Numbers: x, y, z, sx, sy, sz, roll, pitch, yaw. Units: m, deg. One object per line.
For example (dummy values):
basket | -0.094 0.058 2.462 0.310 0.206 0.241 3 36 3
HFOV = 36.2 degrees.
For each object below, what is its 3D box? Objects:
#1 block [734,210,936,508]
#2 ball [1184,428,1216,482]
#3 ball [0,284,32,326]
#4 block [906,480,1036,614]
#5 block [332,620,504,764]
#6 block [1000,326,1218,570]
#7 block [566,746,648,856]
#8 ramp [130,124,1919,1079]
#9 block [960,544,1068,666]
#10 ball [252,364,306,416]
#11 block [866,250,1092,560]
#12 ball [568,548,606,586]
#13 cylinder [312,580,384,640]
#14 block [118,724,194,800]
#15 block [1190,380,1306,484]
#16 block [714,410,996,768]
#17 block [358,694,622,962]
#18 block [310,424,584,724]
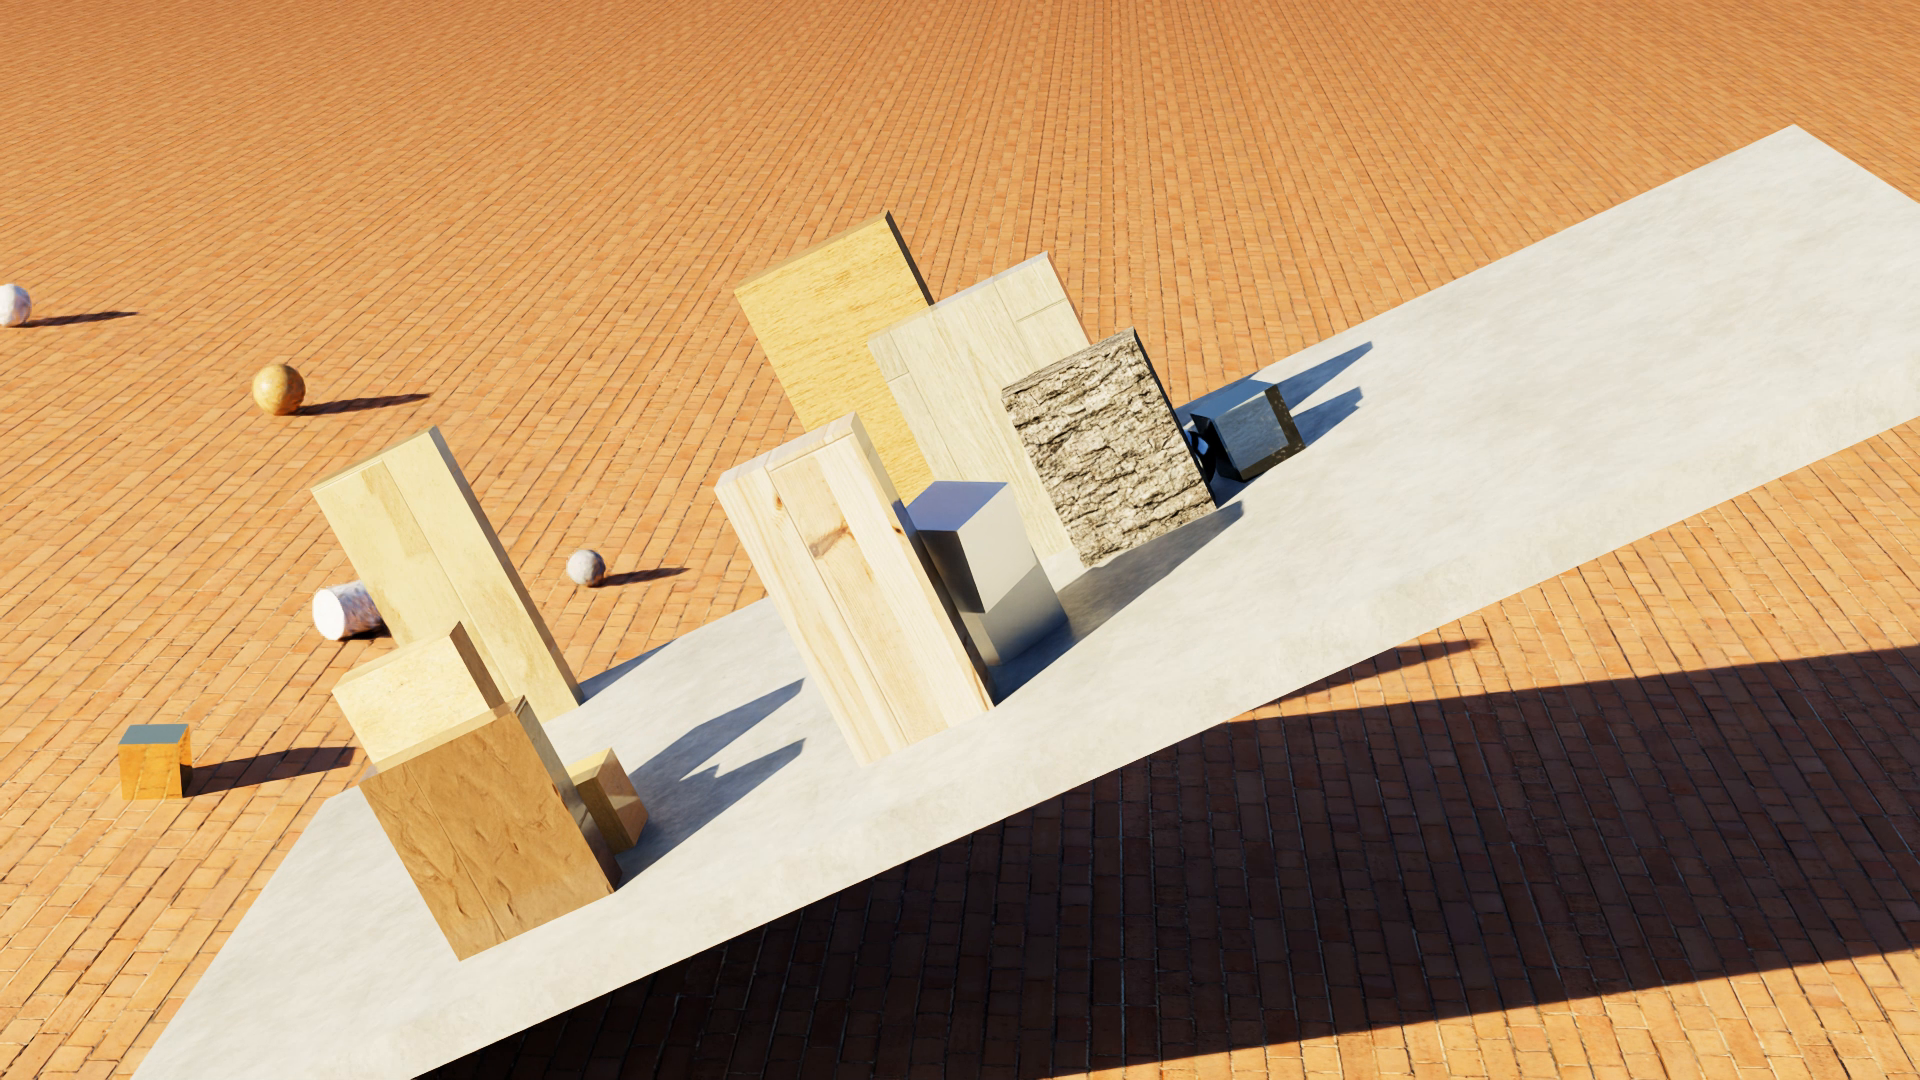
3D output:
block | -0.158 -0.304 6.677 0.378 0.797 0.115 -25 14 9
ball | 0.476 -0.164 6.342 0.152 0.152 0.152 0 16 0
ball | -4.373 -1.080 13.539 0.195 0.195 0.195 0 16 0
block | 0.000 0.012 5.758 0.186 0.186 0.186 2 32 38
block | -1.029 0.463 6.033 0.274 0.529 0.105 -25 14 9
block | 0.315 -0.194 6.202 0.306 0.409 0.115 -25 14 9
block | -0.756 0.552 5.968 0.165 0.165 0.165 -24 14 11
ramp | 0.137 0.168 6.281 4.000 0.100 2.000 -25 14 9
block | 0.068 0.130 5.951 0.180 0.180 0.180 -34 15 -27
ball | -2.754 -0.608 11.893 0.209 0.209 0.209 0 16 0
block | 0.126 -0.264 6.408 0.432 0.602 0.081 -25 14 9
ball | -1.225 0.090 9.645 0.123 0.123 0.123 0 16 0
cylinder | -1.898 0.216 9.147 0.160 0.160 0.160 14 22 40
block | -2.149 0.592 7.860 0.156 0.156 0.156 -1 16 -3
block | 0.618 -0.236 6.327 0.156 0.156 0.156 -29 14 -10
block | -0.196 0.096 5.637 0.288 0.615 0.122 -25 14 9
block | -0.908 0.559 5.699 0.344 0.409 0.100 -25 14 9
block | -1.247 0.131 7.182 0.328 0.768 0.084 -25 14 9
